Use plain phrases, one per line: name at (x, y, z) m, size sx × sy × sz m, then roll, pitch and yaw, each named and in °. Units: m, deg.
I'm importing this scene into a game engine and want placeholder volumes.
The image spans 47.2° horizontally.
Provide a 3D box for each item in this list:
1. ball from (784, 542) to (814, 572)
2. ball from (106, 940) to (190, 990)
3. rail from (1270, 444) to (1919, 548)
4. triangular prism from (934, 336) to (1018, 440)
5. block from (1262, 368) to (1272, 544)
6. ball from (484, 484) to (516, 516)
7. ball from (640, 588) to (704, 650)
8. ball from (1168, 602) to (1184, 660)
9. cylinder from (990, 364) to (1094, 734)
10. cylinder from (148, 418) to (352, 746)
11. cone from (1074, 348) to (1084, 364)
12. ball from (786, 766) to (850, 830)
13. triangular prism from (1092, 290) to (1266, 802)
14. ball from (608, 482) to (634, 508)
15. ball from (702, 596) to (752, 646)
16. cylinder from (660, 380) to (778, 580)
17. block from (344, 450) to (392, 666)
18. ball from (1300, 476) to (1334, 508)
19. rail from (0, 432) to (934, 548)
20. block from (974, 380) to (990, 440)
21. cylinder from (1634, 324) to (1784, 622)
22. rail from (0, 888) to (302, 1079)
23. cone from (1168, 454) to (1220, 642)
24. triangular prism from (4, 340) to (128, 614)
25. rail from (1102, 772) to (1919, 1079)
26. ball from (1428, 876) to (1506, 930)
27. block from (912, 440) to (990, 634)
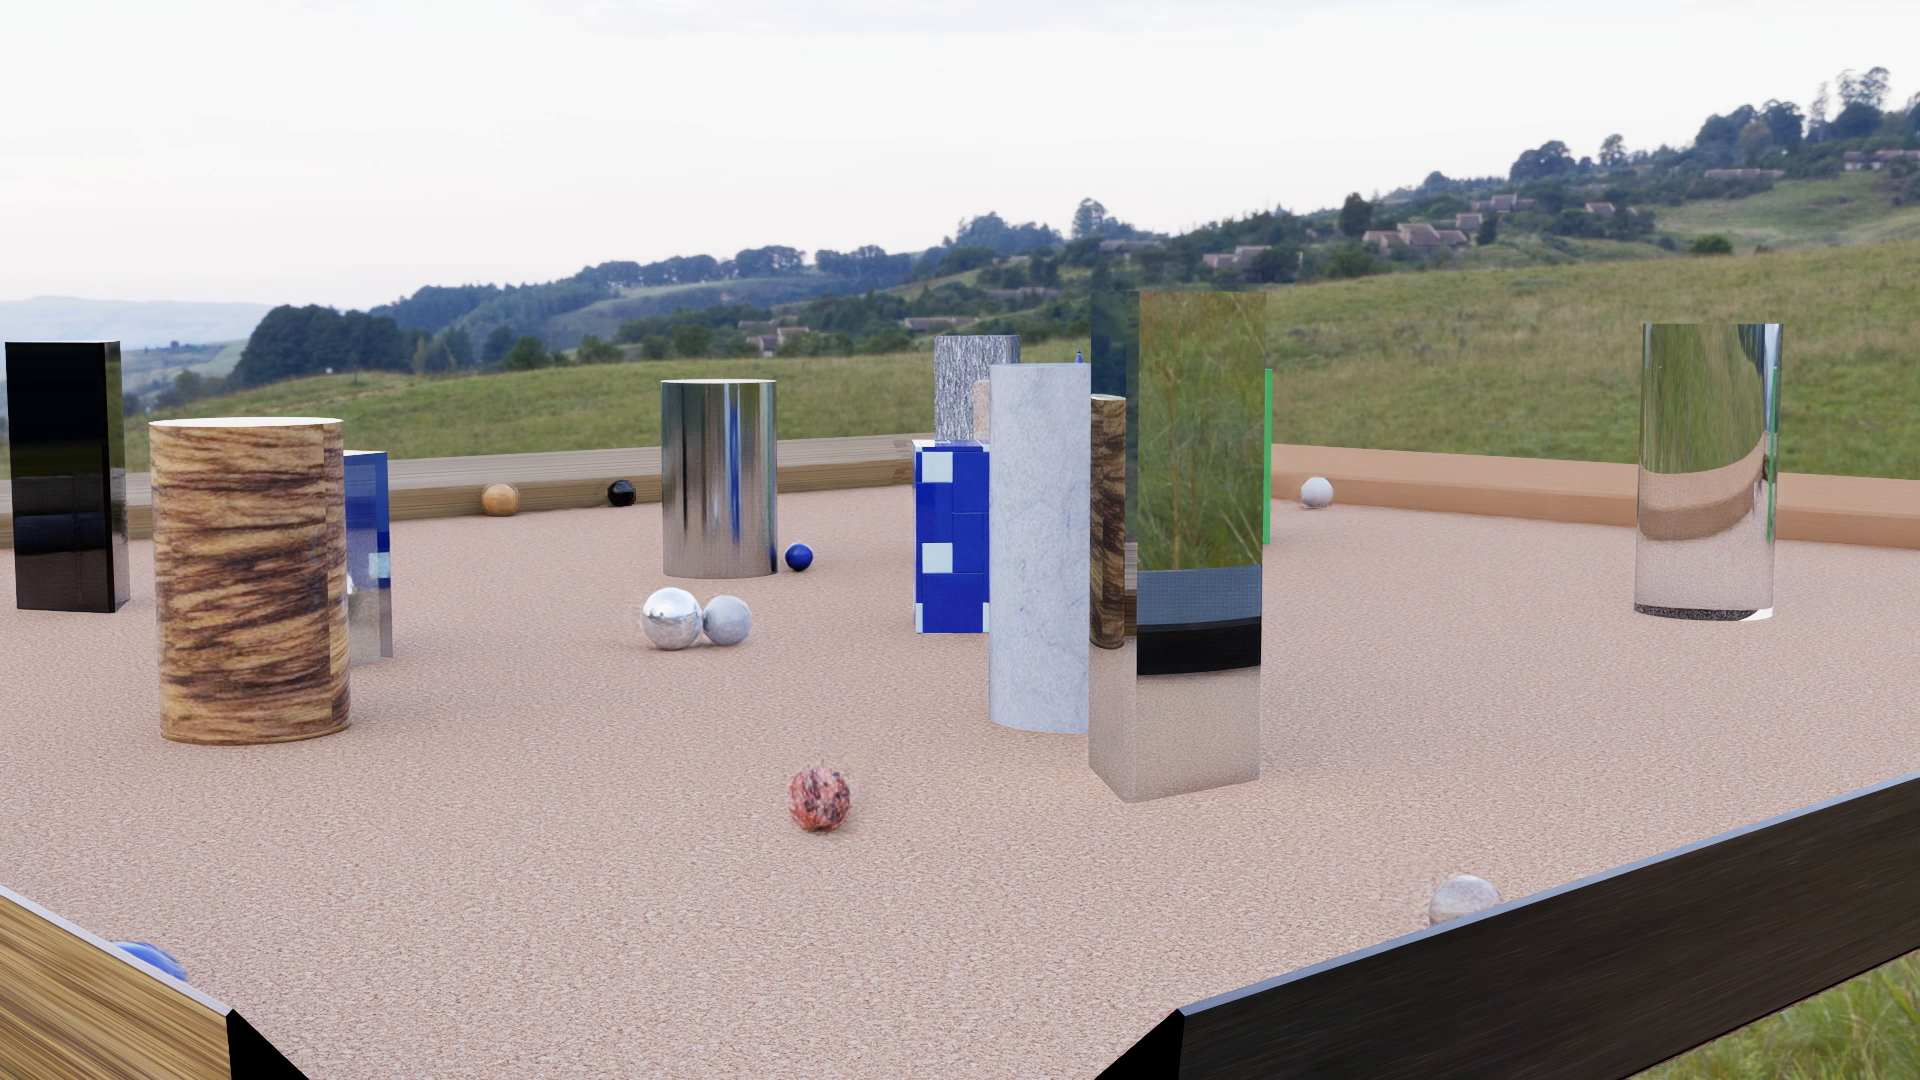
ball at (-0.275, 0.029, 3.752) m, size 0.049 × 0.049 × 0.049 m, roll 0°, pitch 6°, yaw 0°
ball at (-0.491, 0.273, 1.291) m, size 0.075 × 0.075 × 0.075 m, roll 0°, pitch 6°, yaw 0°
rail at (1.328, -0.095, 4.551) m, size 0.045 × 0.126 × 3.576 m, roll -5°, pitch 8°, yaw -42°
triangular prism at (0.065, -0.177, 4.051) m, size 0.168 × 0.396 × 0.146 m, roll 5°, pitch 8°, yaw 37°
block at (0.481, -0.159, 4.186) m, size 0.155 × 0.332 × 0.155 m, roll -4°, pitch 7°, yaw -35°
ball at (-0.993, -0.086, 4.747) m, size 0.070 × 0.070 × 0.070 m, roll 0°, pitch 6°, yaw 0°
ball at (-0.378, 0.103, 2.890) m, size 0.081 × 0.081 × 0.081 m, roll 0°, pitch 6°, yaw 0°
ball at (0.240, 0.114, 2.767) m, size 0.085 × 0.085 × 0.085 m, roll 0°, pitch 6°, yaw 0°
cylinder at (0.129, 0.003, 2.392) m, size 0.194 × 0.384 × 0.194 m, roll 0°, pitch 6°, yaw 0°
cylinder at (-0.749, 0.038, 2.328) m, size 0.194 × 0.327 × 0.194 m, roll 0°, pitch 6°, yaw 0°
cone at (0.239, -0.204, 4.434) m, size 0.194 × 0.369 × 0.194 m, roll 0°, pitch 6°, yaw 0°
ball at (-0.121, 0.222, 1.885) m, size 0.055 × 0.055 × 0.055 m, roll 0°, pitch 6°, yaw 0°
triangular prism at (0.174, -0.002, 2.075) m, size 0.168 × 0.461 × 0.146 m, roll -5°, pitch 8°, yaw -38°
ball at (-0.767, -0.104, 4.970) m, size 0.059 × 0.059 × 0.059 m, roll 0°, pitch 6°, yaw 0°
ball at (-0.310, 0.107, 2.919) m, size 0.067 × 0.067 × 0.067 m, roll 0°, pitch 6°, yaw 0°
cylinder at (-0.407, -0.106, 3.720) m, size 0.194 × 0.324 × 0.194 m, roll 0°, pitch 6°, yaw 0°
block at (-0.830, 0.023, 2.768) m, size 0.155 × 0.264 × 0.155 m, roll 3°, pitch 7°, yaw 25°
ball at (0.800, -0.106, 4.922) m, size 0.072 × 0.072 × 0.072 m, roll 0°, pitch 6°, yaw 0°
rail at (-1.196, -0.102, 4.622) m, size 3.662 × 0.126 × 0.045 m, roll -5°, pitch 8°, yaw -42°
block at (0.107, -0.112, 3.786) m, size 0.155 × 0.322 × 0.155 m, roll 1°, pitch 6°, yaw 5°
cylinder at (1.097, -0.105, 3.227) m, size 0.194 × 0.424 × 0.194 m, roll 0°, pitch 6°, yaw 0°
rail at (-1.328, 0.161, 2.113) m, size 0.045 × 0.126 × 3.576 m, roll -5°, pitch 8°, yaw -42°
cone at (0.262, -0.044, 3.024) m, size 0.194 × 0.346 × 0.194 m, roll 0°, pitch 6°, yaw 0°
triangular prism at (-1.306, -0.100, 3.306) m, size 0.168 × 0.397 × 0.146 m, roll 2°, pitch 6°, yaw 17°
rail at (1.196, 0.168, 2.042) m, size 3.662 × 0.126 × 0.045 m, roll -5°, pitch 8°, yaw -42°
ball at (0.352, 0.260, 1.526) m, size 0.054 × 0.054 × 0.054 m, roll 0°, pitch 6°, yaw 0°
block at (0.013, -0.008, 3.098) m, size 0.155 × 0.258 × 0.155 m, roll 0°, pitch 6°, yaw -3°
